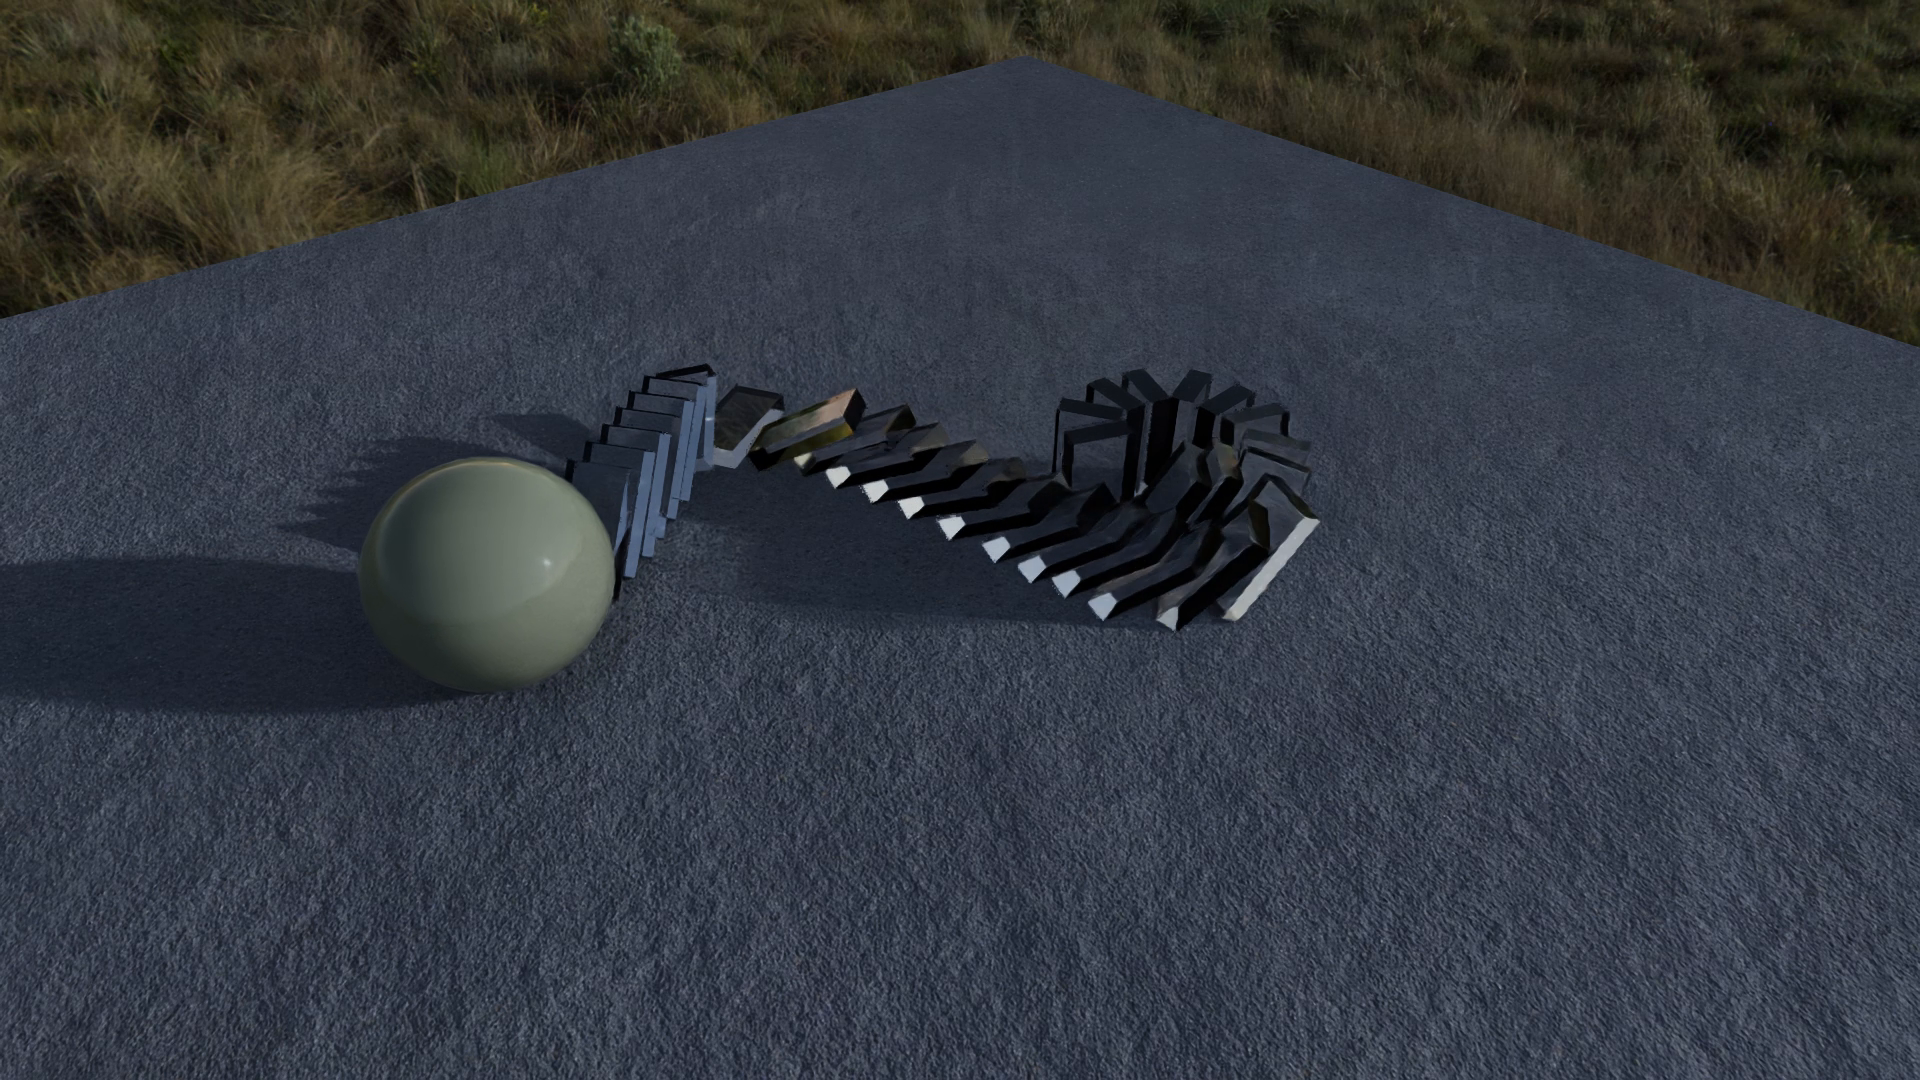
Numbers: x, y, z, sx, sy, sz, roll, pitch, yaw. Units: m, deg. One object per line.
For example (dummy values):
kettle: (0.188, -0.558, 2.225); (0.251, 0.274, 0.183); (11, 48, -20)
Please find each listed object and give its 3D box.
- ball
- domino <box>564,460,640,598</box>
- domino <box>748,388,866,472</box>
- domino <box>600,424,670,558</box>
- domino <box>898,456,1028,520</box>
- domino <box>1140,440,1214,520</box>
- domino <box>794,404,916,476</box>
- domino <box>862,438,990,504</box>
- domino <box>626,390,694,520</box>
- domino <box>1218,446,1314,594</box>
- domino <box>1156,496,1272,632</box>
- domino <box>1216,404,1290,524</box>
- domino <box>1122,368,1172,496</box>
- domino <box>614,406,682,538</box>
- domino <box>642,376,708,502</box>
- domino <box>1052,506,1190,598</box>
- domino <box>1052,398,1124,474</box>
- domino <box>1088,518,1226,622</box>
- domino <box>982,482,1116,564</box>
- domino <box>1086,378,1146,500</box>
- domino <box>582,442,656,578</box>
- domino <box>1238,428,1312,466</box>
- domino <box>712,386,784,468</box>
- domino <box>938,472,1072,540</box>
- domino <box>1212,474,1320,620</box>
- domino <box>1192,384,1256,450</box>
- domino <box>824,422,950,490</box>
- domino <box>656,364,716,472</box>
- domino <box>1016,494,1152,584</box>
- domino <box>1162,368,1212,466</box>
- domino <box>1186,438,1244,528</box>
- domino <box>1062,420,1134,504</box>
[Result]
ball: (-0.159, 0.012, 0.374); (0.080, 0.080, 0.080); (0, 39, 0)
domino: (-0.141, -0.004, 0.421); (0.025, 0.050, 0.009); (8, -2, 10)
domino: (-0.067, -0.049, 0.484); (0.050, 0.009, 0.025); (-19, 30, 22)
domino: (-0.133, -0.020, 0.440); (0.025, 0.050, 0.009); (8, -2, 10)
domino: (0.001, -0.021, 0.450); (0.050, 0.010, 0.025); (-6, 27, 45)
domino: (0.078, -0.012, 0.426); (0.010, 0.050, 0.025); (23, 37, -15)
domino: (-0.046, -0.043, 0.476); (0.050, 0.009, 0.025); (-13, 26, 33)
domino: (-0.014, -0.028, 0.459); (0.050, 0.009, 0.025); (-8, 27, 43)
domino: (-0.128, -0.035, 0.460); (0.025, 0.050, 0.009); (8, -2, 10)
domino: (0.113, -0.008, 0.420); (0.025, 0.050, 0.009); (24, 25, 22)
domino: (0.092, 0.009, 0.402); (0.010, 0.050, 0.025); (31, 39, -14)
domino: (0.118, -0.029, 0.446); (0.025, 0.050, 0.009); (-13, 33, -16)
domino: (0.076, -0.044, 0.465); (0.009, 0.050, 0.025); (-12, 41, -15)
domino: (-0.131, -0.028, 0.450); (0.025, 0.050, 0.010); (8, -2, 10)
domino: (-0.125, -0.043, 0.469); (0.025, 0.050, 0.009); (8, -2, 10)
domino: (0.059, 0.005, 0.412); (0.050, 0.009, 0.025); (-26, 12, 50)
domino: (0.051, -0.032, 0.451); (0.025, 0.050, 0.009); (12, 41, 15)
domino: (0.071, 0.011, 0.403); (0.009, 0.050, 0.025); (50, 49, -7)
domino: (0.034, -0.006, 0.428); (0.050, 0.009, 0.025); (-19, 18, 48)
domino: (0.063, -0.040, 0.460); (0.010, 0.050, 0.025); (-23, 45, -26)
domino: (-0.137, -0.012, 0.431); (0.025, 0.050, 0.009); (8, -2, 10)
domino: (0.119, -0.017, 0.432); (0.025, 0.050, 0.009); (15, 33, 17)
domino: (-0.104, -0.053, 0.508); (0.025, 0.010, 0.050); (12, 41, 15)
domino: (0.017, -0.013, 0.439); (0.050, 0.009, 0.025); (-10, 24, 47)
domino: (0.108, 0.003, 0.407); (0.010, 0.050, 0.025); (9, 36, -36)
domino: (0.107, -0.037, 0.457); (0.025, 0.050, 0.009); (-30, 48, -32)
domino: (-0.031, -0.036, 0.469); (0.050, 0.009, 0.025); (-9, 28, 40)
domino: (-0.123, -0.053, 0.489); (0.025, 0.009, 0.050); (-9, 62, 9)
domino: (0.047, 0.000, 0.418); (0.050, 0.009, 0.025); (-24, 14, 49)
domino: (0.095, -0.044, 0.465); (0.010, 0.050, 0.025); (19, 43, 22)
domino: (0.090, -0.012, 0.425); (0.009, 0.050, 0.025); (21, 34, -14)
domino: (0.054, -0.022, 0.438); (0.025, 0.050, 0.010); (-12, 41, -14)
